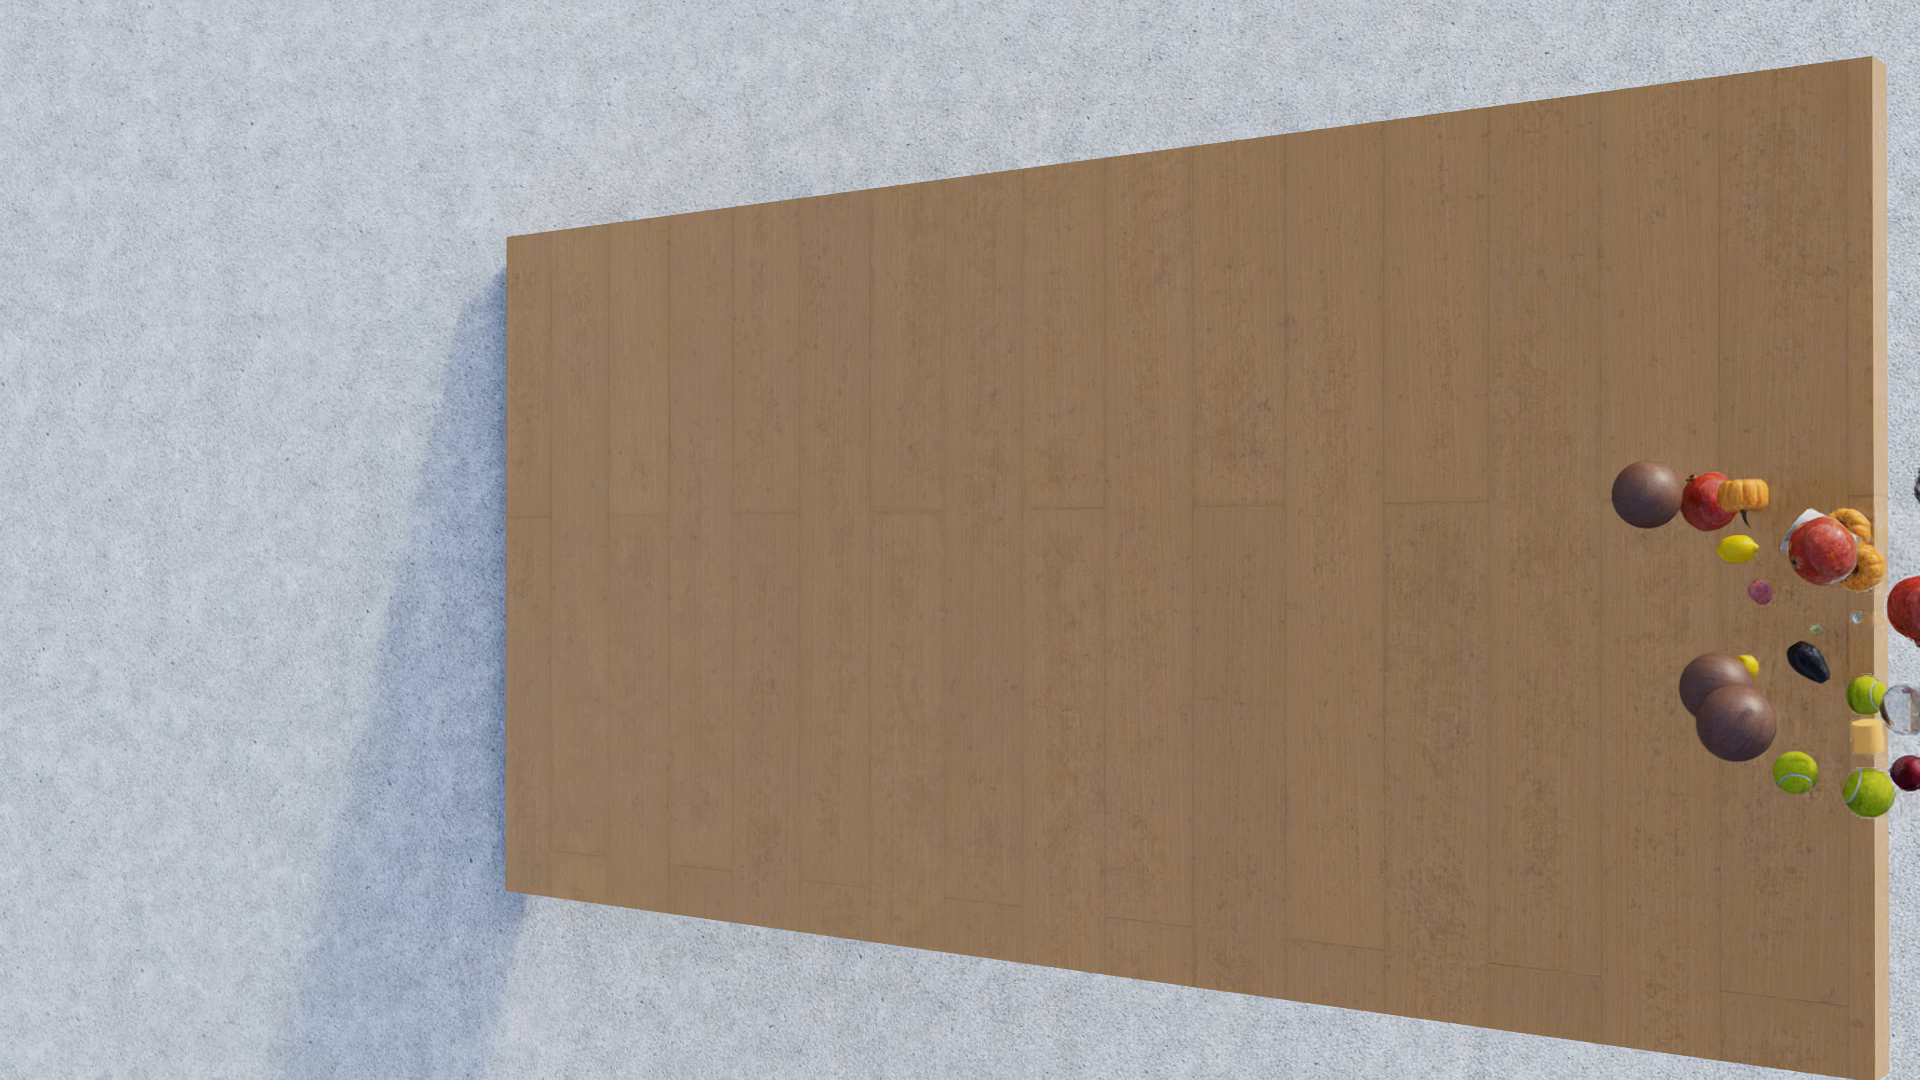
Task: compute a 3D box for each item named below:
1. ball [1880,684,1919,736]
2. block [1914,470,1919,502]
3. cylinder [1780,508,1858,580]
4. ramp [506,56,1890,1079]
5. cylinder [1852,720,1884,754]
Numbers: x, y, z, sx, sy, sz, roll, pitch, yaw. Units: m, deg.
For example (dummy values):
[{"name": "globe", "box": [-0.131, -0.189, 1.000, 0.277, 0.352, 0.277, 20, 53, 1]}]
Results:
[{"name": "ball", "box": [1.507, 0.270, 3.495, 0.083, 0.083, 0.083, 0, 90, 0]}, {"name": "block", "box": [1.789, -0.106, 3.989, 0.082, 0.082, 0.082, 10, 80, 34]}, {"name": "cylinder", "box": [1.484, 0.008, 3.796, 0.090, 0.090, 0.090, 39, 90, 31]}, {"name": "ramp", "box": [0.226, 0.064, 5.544, 4.000, 0.100, 2.000, 0, 89, 38]}, {"name": "cylinder", "box": [1.645, 0.356, 3.984, 0.052, 0.052, 0.052, -8, 96, 0]}]
